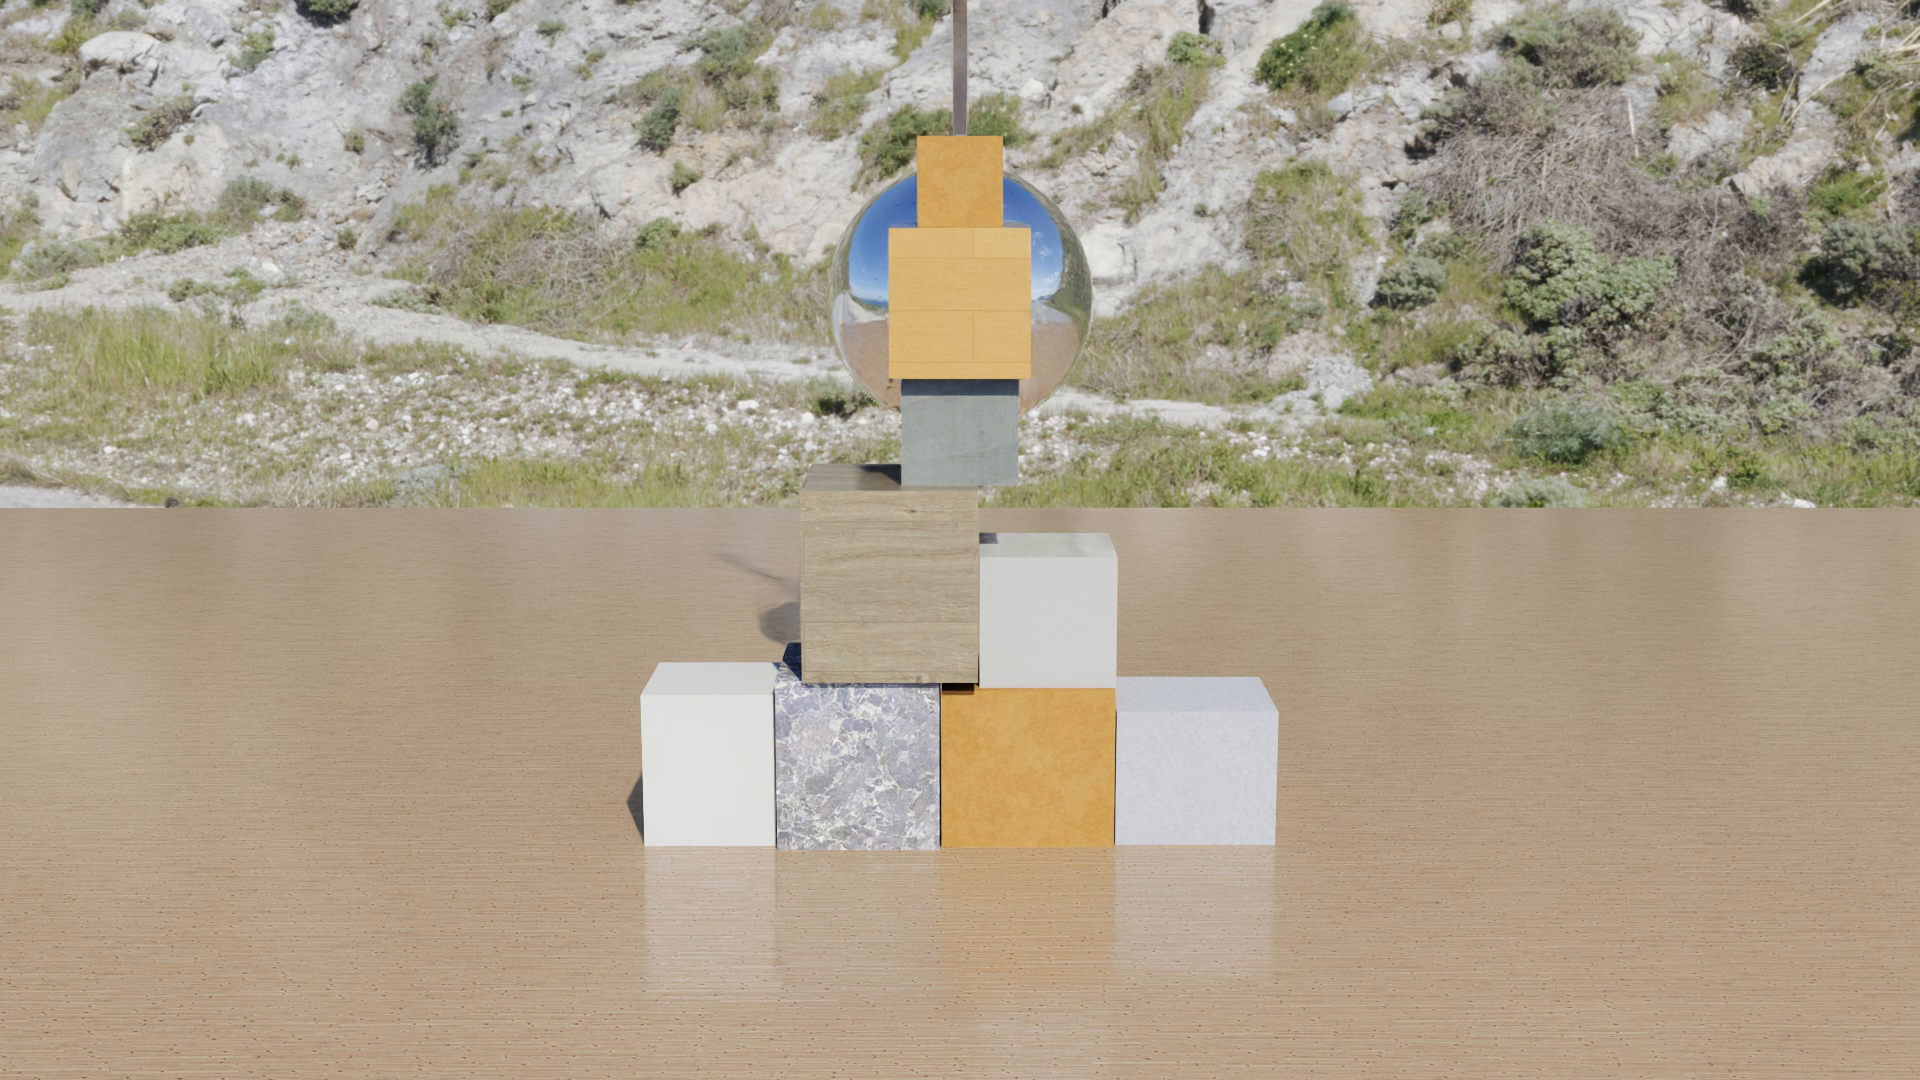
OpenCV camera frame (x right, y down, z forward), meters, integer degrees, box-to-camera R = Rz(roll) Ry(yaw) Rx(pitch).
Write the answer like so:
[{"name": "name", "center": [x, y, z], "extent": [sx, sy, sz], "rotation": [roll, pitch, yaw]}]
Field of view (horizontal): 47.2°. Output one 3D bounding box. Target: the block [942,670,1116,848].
[{"name": "block", "center": [0.341, 1.079, 11.373], "extent": [0.866, 0.809, 0.770], "rotation": [0, 10, 0]}]

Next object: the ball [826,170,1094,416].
[{"name": "ball", "center": [0.000, -1.462, 13.247], "extent": [1.600, 1.600, 1.600], "rotation": [0, 10, 0]}]

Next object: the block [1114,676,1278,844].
[{"name": "block", "center": [1.187, 1.133, 11.399], "extent": [0.807, 0.692, 0.727], "rotation": [0, 10, 0]}]

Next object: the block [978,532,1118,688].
[{"name": "block", "center": [0.439, 0.351, 11.261], "extent": [0.681, 0.663, 0.692], "rotation": [0, 10, 0]}]

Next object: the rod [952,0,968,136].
[{"name": "rod", "center": [0.000, -4.320, 11.406], "extent": [0.080, 5.200, 0.080], "rotation": [0, 33, 0]}]

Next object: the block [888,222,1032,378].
[{"name": "block", "center": [0.000, -1.207, 10.968], "extent": [0.683, 0.725, 0.779], "rotation": [0, 10, 0]}]

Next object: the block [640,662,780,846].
[{"name": "block", "center": [-1.258, 1.095, 11.362], "extent": [0.665, 0.781, 0.703], "rotation": [0, 10, 0]}]

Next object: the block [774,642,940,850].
[{"name": "block", "center": [-0.509, 1.049, 11.364], "extent": [0.813, 0.870, 0.852], "rotation": [0, 10, 0]}]

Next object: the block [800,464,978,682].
[{"name": "block", "center": [-0.345, 0.151, 11.202], "extent": [0.867, 0.956, 0.923], "rotation": [0, 10, 0]}]

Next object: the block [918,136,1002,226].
[{"name": "block", "center": [0.000, -1.777, 10.868], "extent": [0.410, 0.433, 0.374], "rotation": [0, 10, 0]}]

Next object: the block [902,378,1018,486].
[{"name": "block", "center": [0.000, -0.583, 11.065], "extent": [0.574, 0.537, 0.571], "rotation": [0, 10, 0]}]
